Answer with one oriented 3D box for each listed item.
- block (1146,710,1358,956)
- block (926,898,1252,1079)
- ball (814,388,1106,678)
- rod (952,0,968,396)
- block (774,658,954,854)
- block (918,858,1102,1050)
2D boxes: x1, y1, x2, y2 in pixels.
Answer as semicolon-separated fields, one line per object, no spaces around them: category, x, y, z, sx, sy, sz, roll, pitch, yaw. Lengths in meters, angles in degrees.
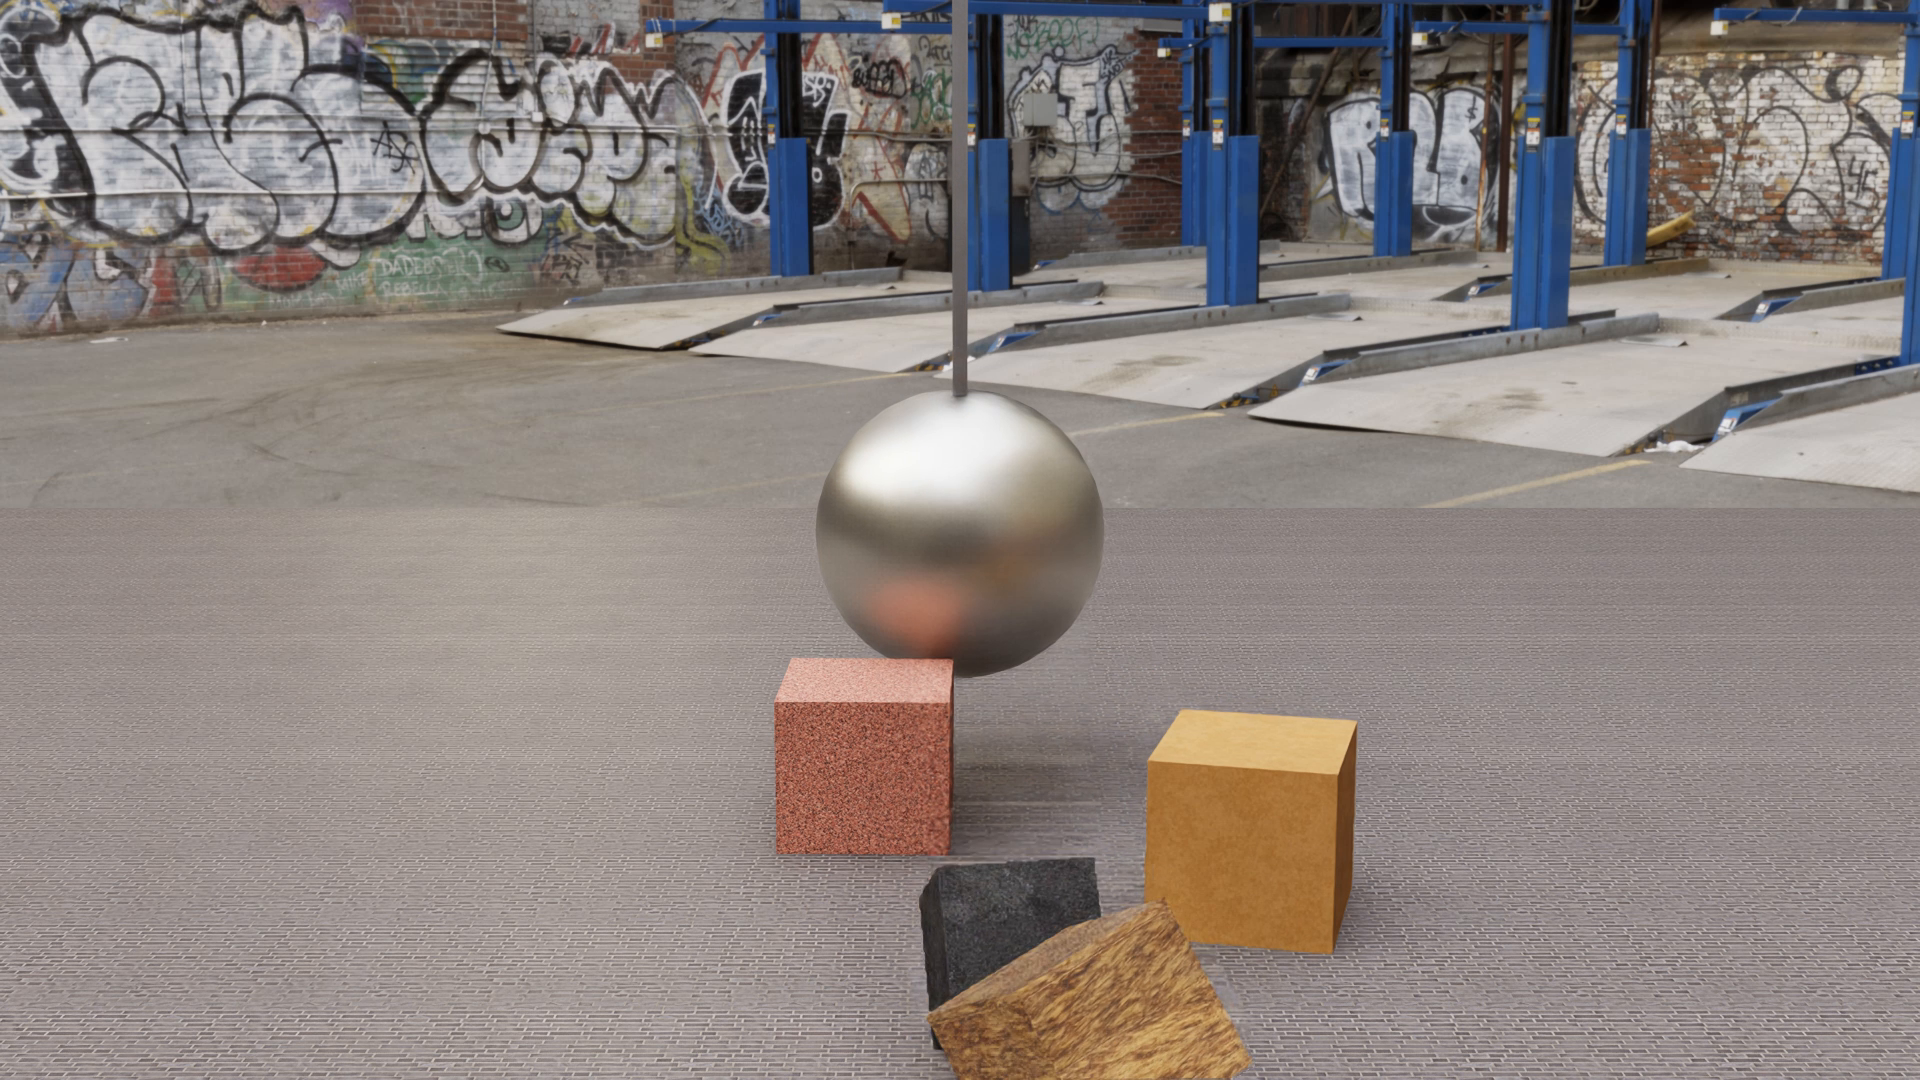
block;1.345;1.311;10.071;0.830;0.817;0.922;3;11;15
block;0.419;1.665;7.351;0.638;0.603;0.722;-26;-5;-29
ball;0.000;-0.038;12.155;1.600;1.600;1.600;0;10;0
rod;0.000;-3.242;11.016;0.080;5.200;0.080;0;20;0
block;-0.475;1.099;11.342;0.863;0.780;0.930;0;10;1
block;0.205;1.607;8.532;0.611;0.603;0.514;-2;-22;-10
